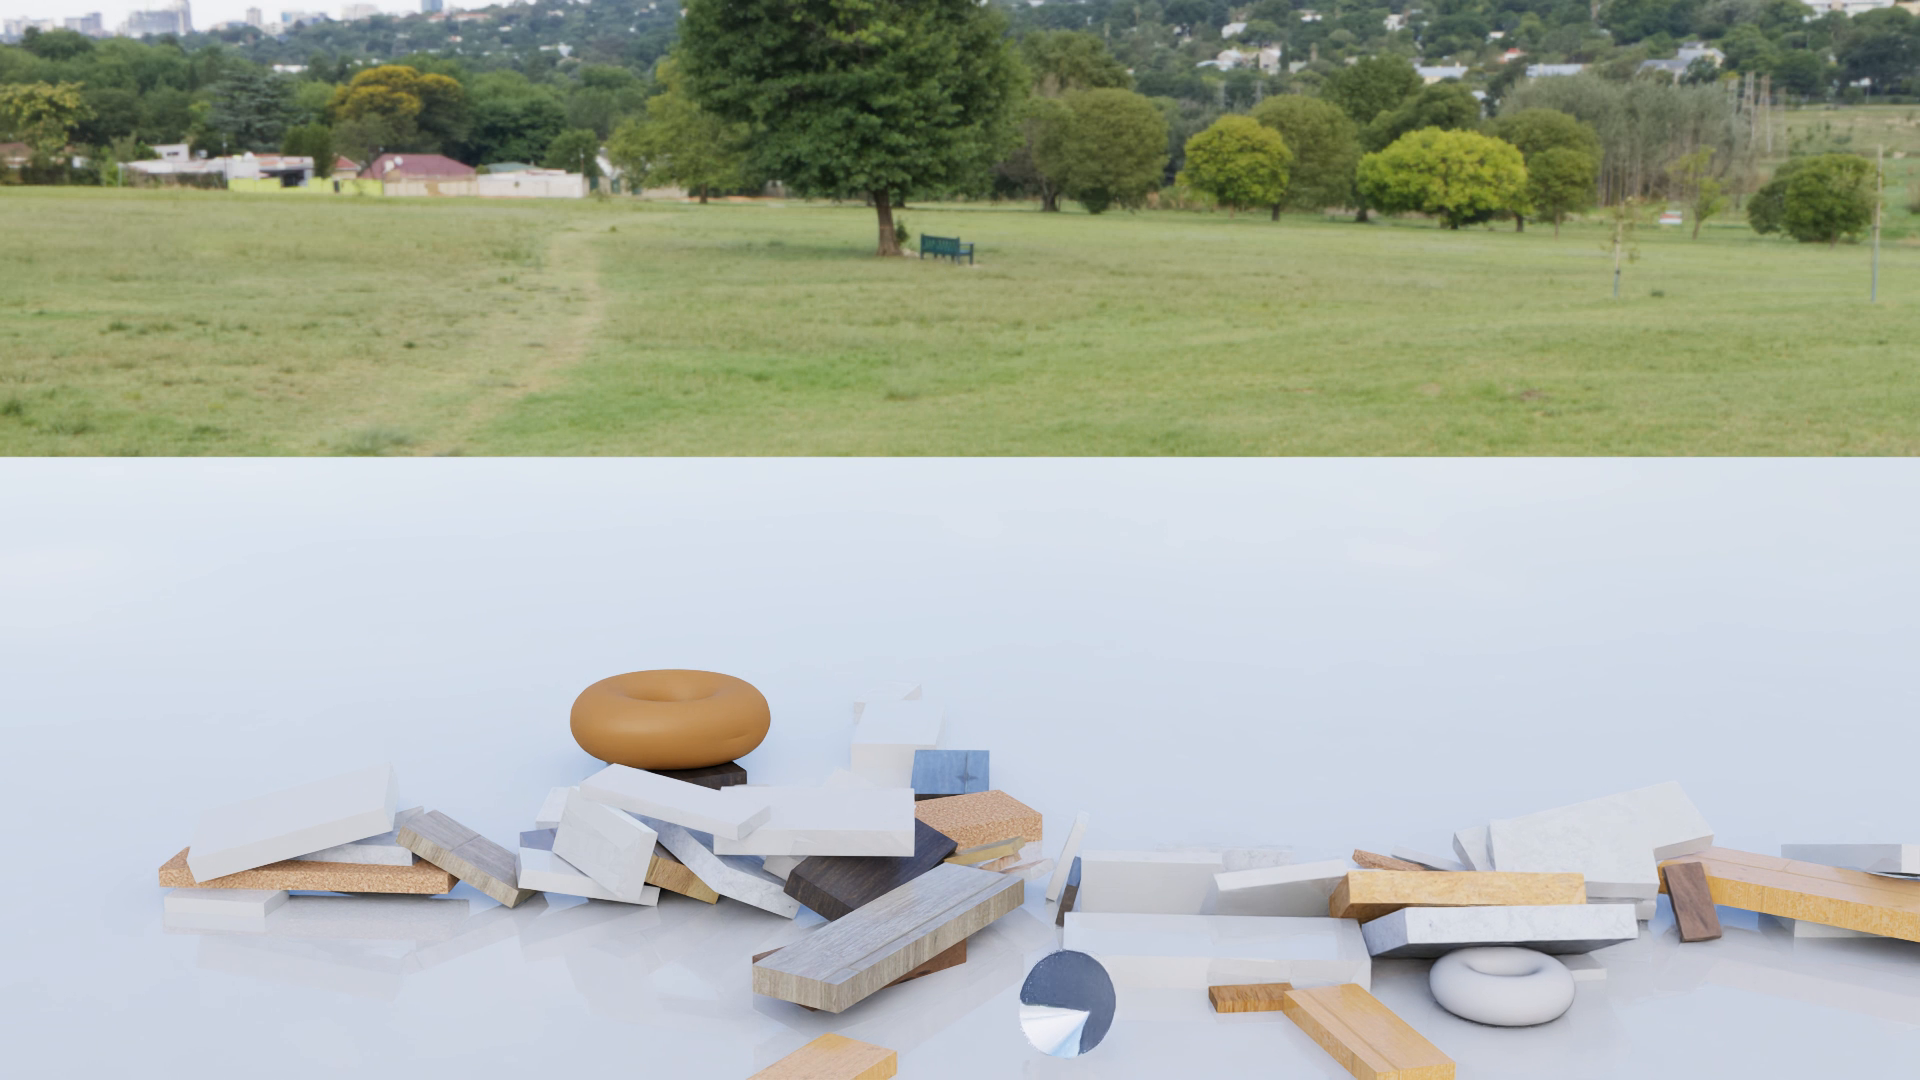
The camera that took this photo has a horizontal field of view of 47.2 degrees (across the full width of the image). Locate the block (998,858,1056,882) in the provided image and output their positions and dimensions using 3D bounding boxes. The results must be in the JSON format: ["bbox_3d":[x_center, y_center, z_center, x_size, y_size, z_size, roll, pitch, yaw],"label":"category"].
[{"bbox_3d":[0.083,0.558,3.641,0.140,0.020,0.070,-21,-3,35],"label":"block"}]

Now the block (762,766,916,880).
[{"bbox_3d":[-0.200,0.501,3.717,0.155,0.044,0.310,25,26,9],"label":"block"}]

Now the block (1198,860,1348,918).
[{"bbox_3d":[0.497,0.566,3.489,0.223,0.112,0.032,-4,44,-17],"label":"block"}]

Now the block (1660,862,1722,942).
[{"bbox_3d":[1.154,0.571,3.469,0.061,0.121,0.017,-6,-27,-4],"label":"block"}]

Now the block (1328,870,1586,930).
[{"bbox_3d":[0.768,0.563,3.416,0.358,0.051,0.179,1,-23,-1],"label":"block"}]

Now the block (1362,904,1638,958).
[{"bbox_3d":[0.805,0.586,3.292,0.358,0.051,0.179,1,-18,-11],"label":"block"}]

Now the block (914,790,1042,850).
[{"bbox_3d":[-0.042,0.515,3.943,0.339,0.048,0.170,-5,12,-26],"label":"block"}]

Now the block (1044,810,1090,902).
[{"bbox_3d":[0.179,0.523,3.650,0.020,0.140,0.070,22,13,3],"label":"block"}]

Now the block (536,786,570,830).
[{"bbox_3d":[-0.646,0.497,4.002,0.226,0.032,0.113,1,26,6],"label":"block"}]

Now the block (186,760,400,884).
[{"bbox_3d":[-1.103,0.466,3.652,0.326,0.045,0.160,-15,24,-4],"label":"block"}]

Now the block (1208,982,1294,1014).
[{"bbox_3d":[0.428,0.667,3.205,0.122,0.017,0.061,-1,11,-6],"label":"block"}]

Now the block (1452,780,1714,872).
[{"bbox_3d":[1.014,0.489,3.583,0.398,0.035,0.125,-11,41,-10],"label":"block"}]

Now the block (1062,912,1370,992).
[{"bbox_3d":[0.384,0.625,3.340,0.453,0.051,0.179,1,11,3],"label":"block"}]

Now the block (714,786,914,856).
[{"bbox_3d":[-0.235,0.459,3.594,0.320,0.045,0.160,1,18,-2],"label":"block"}]

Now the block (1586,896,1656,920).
[{"bbox_3d":[0.992,0.548,3.570,0.250,0.035,0.125,3,41,7],"label":"block"}]

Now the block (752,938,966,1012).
[{"bbox_3d":[-0.150,0.633,3.322,0.295,0.042,0.148,-9,14,-40],"label":"block"}]

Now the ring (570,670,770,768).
[{"bbox_3d":[-0.571,0.351,4.340,0.394,0.131,0.394,1,10,0],"label":"ring"}]

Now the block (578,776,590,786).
[{"bbox_3d":[-0.671,0.486,4.157,0.095,0.027,0.190,-2,11,-11],"label":"block"}]

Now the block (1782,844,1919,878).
[{"bbox_3d":[1.502,0.524,3.589,0.155,0.044,0.310,6,-9,-14],"label":"block"}]

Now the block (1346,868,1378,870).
[{"bbox_3d":[0.617,0.571,3.576,0.142,0.071,0.020,1,11,3],"label":"block"}]

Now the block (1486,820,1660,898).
[{"bbox_3d":[0.976,0.508,3.508,0.250,0.035,0.125,1,40,5],"label":"block"}]

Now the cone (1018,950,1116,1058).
[{"bbox_3d":[0.180,0.663,3.099,0.146,0.146,0.146,6,-14,30],"label":"cone"}]

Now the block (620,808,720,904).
[{"bbox_3d":[-0.523,0.523,3.729,0.160,0.045,0.320,23,0,-25],"label":"block"}]

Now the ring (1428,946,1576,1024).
[{"bbox_3d":[0.786,0.644,3.189,0.208,0.069,0.208,-1,9,0],"label":"ring"}]

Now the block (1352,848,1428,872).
[{"bbox_3d":[0.722,0.545,3.648,0.130,0.018,0.065,16,8,-20],"label":"block"}]

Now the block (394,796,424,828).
[{"bbox_3d":[-1.010,0.474,3.740,0.087,0.025,0.175,9,14,40],"label":"block"}]

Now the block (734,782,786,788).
[{"bbox_3d":[-0.368,0.496,4.104,0.095,0.027,0.190,-2,11,-8],"label":"block"}]

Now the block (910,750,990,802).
[{"bbox_3d":[-0.018,0.465,4.229,0.148,0.042,0.295,0,11,1],"label":"block"}]

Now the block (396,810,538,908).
[{"bbox_3d":[-0.809,0.527,3.650,0.227,0.032,0.113,27,13,9],"label":"block"}]

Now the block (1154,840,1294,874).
[{"bbox_3d":[0.429,0.550,3.576,0.223,0.112,0.032,1,11,7],"label":"block"}]

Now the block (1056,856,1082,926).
[{"bbox_3d":[0.180,0.570,3.574,0.020,0.070,0.140,17,12,5],"label":"block"}]

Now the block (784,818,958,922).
[{"bbox_3d":[-0.142,0.534,3.594,0.155,0.044,0.310,29,27,16],"label":"block"}]

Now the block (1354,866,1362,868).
[{"bbox_3d":[0.632,0.570,3.647,0.130,0.018,0.065,-14,11,-4],"label":"block"}]

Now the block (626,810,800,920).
[{"bbox_3d":[-0.422,0.517,3.689,0.155,0.044,0.430,26,-1,-32],"label":"block"}]

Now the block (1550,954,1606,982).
[{"bbox_3d":[0.904,0.647,3.316,0.121,0.017,0.061,-2,11,-9],"label":"block"}]

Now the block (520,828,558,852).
[{"bbox_3d":[-0.705,0.545,3.841,0.093,0.026,0.185,-4,11,-21],"label":"block"}]

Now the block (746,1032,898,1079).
[{"bbox_3d":[-0.195,0.716,2.900,0.115,0.033,0.230,7,12,32],"label":"block"}]

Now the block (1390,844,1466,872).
[{"bbox_3d":[0.802,0.554,3.702,0.146,0.019,0.066,11,-28,45],"label":"block"}]

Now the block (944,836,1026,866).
[{"bbox_3d":[0.041,0.520,3.660,0.123,0.017,0.062,-16,0,22],"label":"block"}]

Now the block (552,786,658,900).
[{"bbox_3d":[-0.581,0.492,3.586,0.032,0.113,0.227,13,5,-42],"label":"block"}]

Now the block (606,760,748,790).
[{"bbox_3d":[-0.561,0.445,4.320,0.170,0.048,0.339,-5,12,-27],"label":"block"}]

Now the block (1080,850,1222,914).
[{"bbox_3d":[0.306,0.557,3.529,0.223,0.112,0.032,1,22,4],"label":"block"}]

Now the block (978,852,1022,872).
[{"bbox_3d":[0.037,0.551,3.656,0.123,0.017,0.062,-29,-8,34],"label":"block"}]

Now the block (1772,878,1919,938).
[{"bbox_3d":[1.472,0.591,3.544,0.310,0.044,0.155,0,11,0],"label":"block"}]

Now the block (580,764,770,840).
[{"bbox_3d":[-0.464,0.424,3.572,0.314,0.026,0.093,11,21,28],"label":"block"}]

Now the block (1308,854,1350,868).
[{"bbox_3d":[0.574,0.561,3.656,0.142,0.020,0.071,-14,11,-3],"label":"block"}]

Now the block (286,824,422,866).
[{"bbox_3d":[-1.009,0.510,3.702,0.226,0.032,0.113,2,11,8],"label":"block"}]

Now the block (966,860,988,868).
[{"bbox_3d":[0.005,0.555,3.729,0.062,0.017,0.123,-30,-8,34],"label":"block"}]

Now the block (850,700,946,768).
[{"bbox_3d":[-0.124,0.400,4.563,0.170,0.048,0.339,1,11,3],"label":"block"}]

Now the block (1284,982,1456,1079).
[{"bbox_3d":[0.563,0.689,3.049,0.115,0.033,0.291,-3,11,-16],"label":"block"}]

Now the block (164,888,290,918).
[{"bbox_3d":[-1.203,0.588,3.611,0.175,0.025,0.087,2,11,10],"label":"block"}]

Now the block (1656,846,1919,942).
[{"bbox_3d":[1.389,0.562,3.457,0.541,0.044,0.155,7,13,33],"label":"block"}]

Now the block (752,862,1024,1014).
[{"bbox_3d":[-0.097,0.592,3.317,0.148,0.042,0.522,6,12,31],"label":"block"}]

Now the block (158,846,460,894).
[{"bbox_3d":[-1.075,0.549,3.664,0.485,0.032,0.113,1,11,4],"label":"block"}]

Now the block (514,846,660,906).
[{"bbox_3d":[-0.616,0.555,3.630,0.227,0.032,0.113,11,7,-16],"label":"block"}]

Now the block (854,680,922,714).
[{"bbox_3d":[-0.160,0.351,4.881,0.095,0.027,0.190,3,11,16],"label":"block"}]
